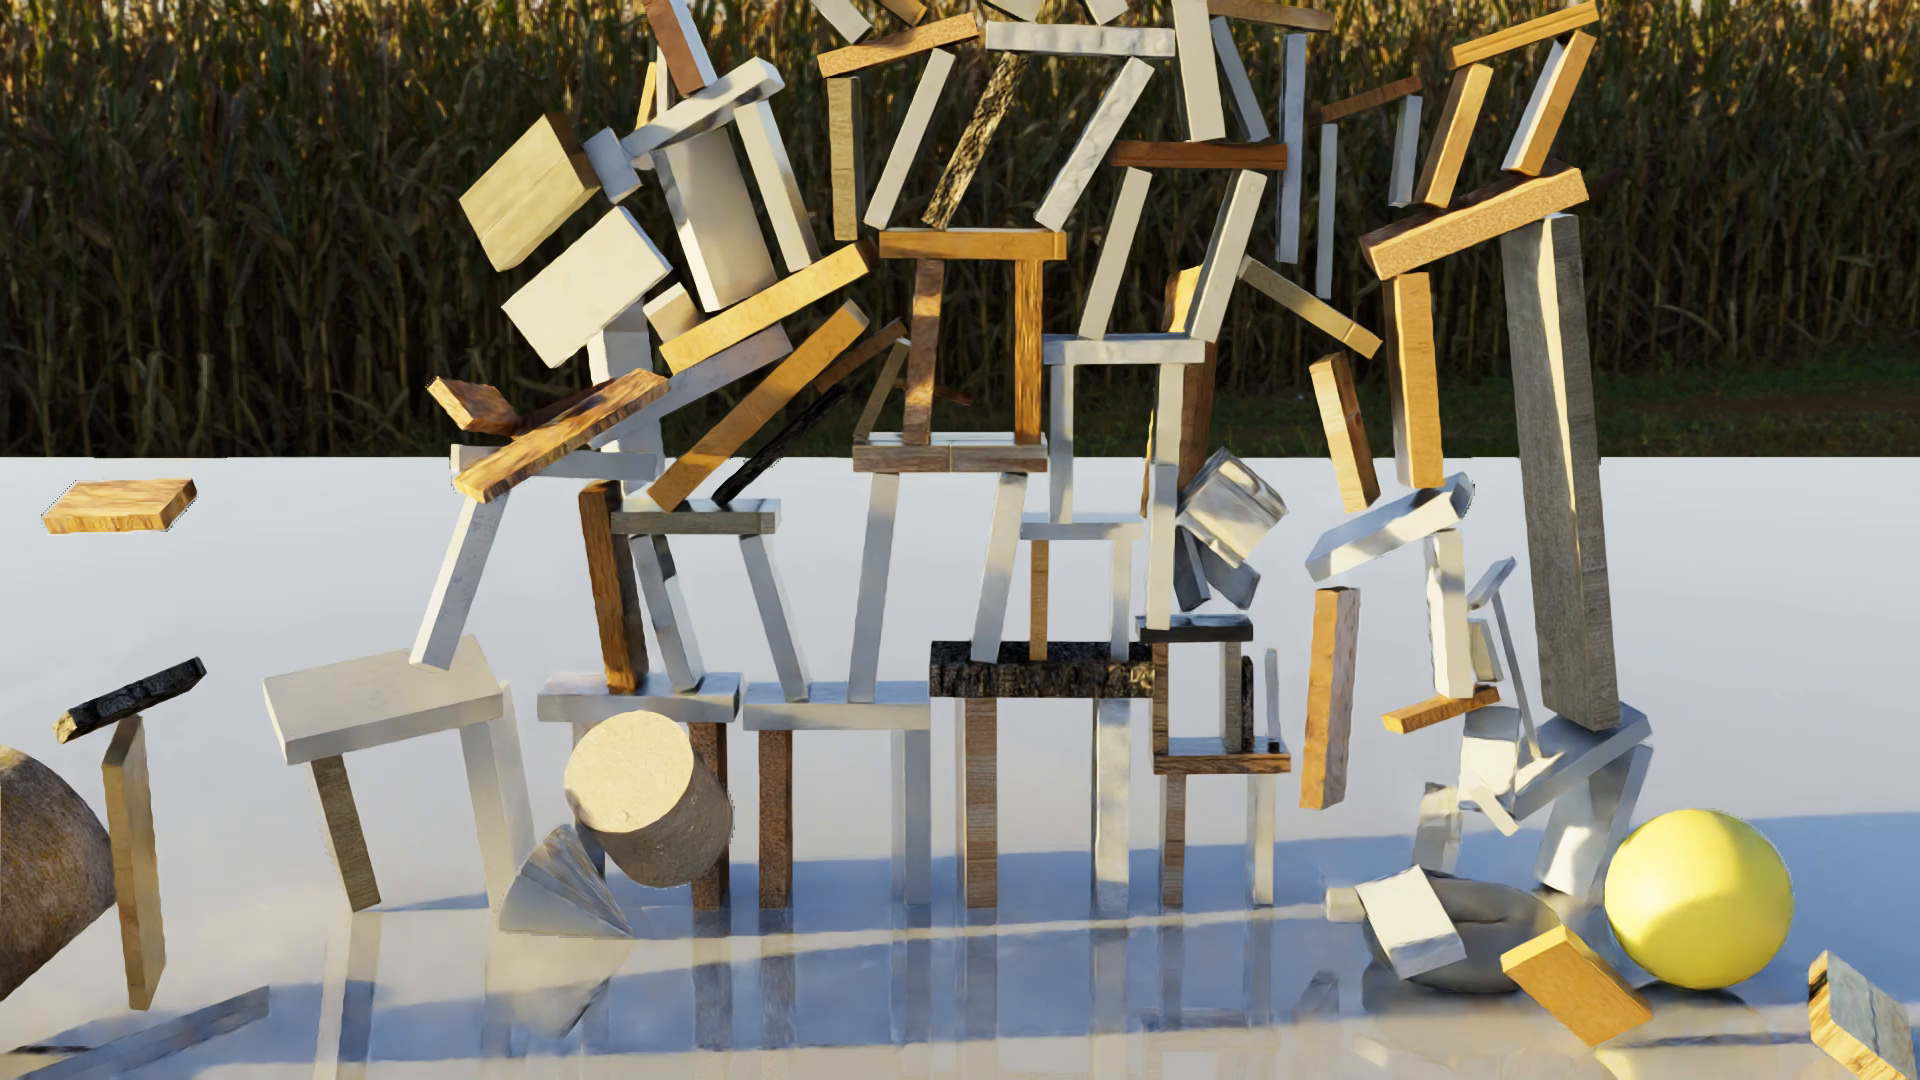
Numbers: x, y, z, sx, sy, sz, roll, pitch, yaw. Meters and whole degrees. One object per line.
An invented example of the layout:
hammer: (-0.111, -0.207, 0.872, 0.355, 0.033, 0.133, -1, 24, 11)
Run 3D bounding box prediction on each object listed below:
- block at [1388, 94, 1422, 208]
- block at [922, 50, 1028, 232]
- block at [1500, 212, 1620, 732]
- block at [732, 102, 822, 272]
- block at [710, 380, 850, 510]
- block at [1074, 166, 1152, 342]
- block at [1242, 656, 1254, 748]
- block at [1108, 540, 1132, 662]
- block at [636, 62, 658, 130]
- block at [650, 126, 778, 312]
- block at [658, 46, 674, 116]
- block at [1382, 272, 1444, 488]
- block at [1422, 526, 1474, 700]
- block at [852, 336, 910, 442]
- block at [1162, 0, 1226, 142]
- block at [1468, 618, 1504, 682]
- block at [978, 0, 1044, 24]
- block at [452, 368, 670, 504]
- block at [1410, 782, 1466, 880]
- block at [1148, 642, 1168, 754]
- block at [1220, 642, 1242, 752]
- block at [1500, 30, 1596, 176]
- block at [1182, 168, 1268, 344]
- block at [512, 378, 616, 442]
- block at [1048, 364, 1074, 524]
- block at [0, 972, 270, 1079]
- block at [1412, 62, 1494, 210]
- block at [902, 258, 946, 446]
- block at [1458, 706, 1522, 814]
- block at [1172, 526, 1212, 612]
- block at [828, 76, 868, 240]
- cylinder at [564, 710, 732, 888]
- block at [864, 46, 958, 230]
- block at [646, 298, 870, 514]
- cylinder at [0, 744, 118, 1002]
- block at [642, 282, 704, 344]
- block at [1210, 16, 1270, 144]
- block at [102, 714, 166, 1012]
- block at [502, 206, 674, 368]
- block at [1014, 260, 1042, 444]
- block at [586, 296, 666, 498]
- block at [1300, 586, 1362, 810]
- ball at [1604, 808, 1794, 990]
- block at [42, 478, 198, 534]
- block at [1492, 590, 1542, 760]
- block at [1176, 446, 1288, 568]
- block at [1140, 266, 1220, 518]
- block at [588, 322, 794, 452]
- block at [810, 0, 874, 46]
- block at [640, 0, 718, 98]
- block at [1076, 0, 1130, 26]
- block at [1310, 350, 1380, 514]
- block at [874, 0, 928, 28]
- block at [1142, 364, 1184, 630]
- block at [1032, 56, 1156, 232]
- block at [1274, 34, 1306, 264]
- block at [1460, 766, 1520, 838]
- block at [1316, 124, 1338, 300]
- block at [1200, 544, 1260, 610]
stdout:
block: (0.704, -0.613, 3.476, 0.023, 0.166, 0.083, 6, 4, 2)
block: (0.022, -0.624, 3.441, 0.041, 0.288, 0.144, 26, 9, -5)
block: (0.964, -0.110, 3.537, 0.047, 0.827, 0.167, -11, 13, -12)
block: (-0.285, -0.556, 3.455, 0.037, 0.263, 0.131, -18, 10, 7)
block: (-0.288, -0.155, 3.532, 0.274, 0.024, 0.085, -41, 8, 7)
block: (0.241, -0.454, 3.473, 0.038, 0.269, 0.135, 16, 10, -3)
block: (0.468, 0.265, 3.612, 0.020, 0.139, 0.069, -1, 10, 0)
block: (0.260, 0.089, 3.579, 0.028, 0.198, 0.099, 1, 11, 1)
block: (-0.489, -0.698, 3.482, 0.015, 0.108, 0.054, 13, 4, 5)
block: (-0.387, -0.508, 3.481, 0.037, 0.263, 0.131, -4, 19, 46)
block: (-0.463, -0.719, 3.467, 0.015, 0.108, 0.054, 1, 2, 6)
block: (0.721, -0.254, 3.504, 0.047, 0.334, 0.167, -5, 4, 3)
block: (0.779, 0.114, 3.519, 0.037, 0.264, 0.132, -5, 3, 2)
block: (-0.125, -0.242, 3.514, 0.024, 0.169, 0.085, 25, 10, -4)
block: (0.337, -0.890, 3.398, 0.050, 0.541, 0.177, -9, 10, 2)
block: (0.834, 0.176, 3.513, 0.015, 0.103, 0.051, -21, 7, -23)
block: (0.008, -0.868, 3.402, 0.248, 0.035, 0.124, 26, 9, -5)
block: (-0.596, -0.161, 3.315, 0.074, 0.021, 0.361, 21, 45, 40)
block: (0.773, 0.469, 3.547, 0.069, 0.020, 0.162, 10, 53, 13)
block: (0.326, 0.249, 3.612, 0.026, 0.184, 0.092, -1, 10, 1)
block: (0.445, 0.246, 3.616, 0.026, 0.184, 0.092, -1, 10, 0)
block: (0.915, -0.678, 3.426, 0.031, 0.222, 0.111, 21, 7, -4)
block: (0.417, -0.451, 3.475, 0.038, 0.269, 0.135, 16, 10, -3)
block: (-0.619, -0.200, 3.462, 0.166, 0.023, 0.083, -29, -5, -36)
block: (0.161, -0.162, 3.534, 0.036, 0.255, 0.127, 0, 11, 1)
block: (-1.254, 0.709, 2.959, 0.087, 0.025, 0.711, 8, 13, 35)
block: (0.773, -0.632, 3.456, 0.031, 0.222, 0.111, 17, 6, -3)
block: (-0.057, -0.306, 3.508, 0.041, 0.290, 0.145, 5, 11, 0)
block: (0.849, 0.351, 3.526, 0.084, 0.168, 0.024, 2, -16, 23)
block: (0.370, 0.047, 3.612, 0.018, 0.130, 0.065, -5, -20, -30)
block: (-0.176, -0.598, 3.445, 0.035, 0.247, 0.123, -1, 12, 5)
cylinder: (-0.459, 0.385, 3.257, 0.195, 0.195, 0.195, 3, -31, 16)
block: (-0.076, -0.626, 3.440, 0.035, 0.288, 0.123, 23, 10, -2)
block: (-0.320, -0.217, 3.516, 0.427, 0.050, 0.176, -42, 7, 8)
cylinder: (-1.379, 0.489, 3.027, 0.299, 0.299, 0.299, 5, 33, 27)
block: (-0.462, -0.357, 3.600, 0.074, 0.021, 0.149, -35, -25, -5)
block: (0.428, -0.717, 3.426, 0.028, 0.197, 0.099, -22, 10, 4)
block: (-1.059, 0.424, 2.828, 0.023, 0.513, 0.083, 9, 43, -6)
block: (-0.628, -0.425, 3.704, 0.269, 0.135, 0.038, -38, 1, 15)
block: (0.108, -0.306, 3.509, 0.041, 0.290, 0.145, 0, 11, 0)
block: (-0.620, -0.314, 4.040, 0.038, 0.452, 0.135, 8, 26, 27)
block: (0.608, 0.257, 3.608, 0.037, 0.355, 0.132, 5, 4, 26)
ball: (1.093, 0.532, 3.258, 0.265, 0.265, 0.265, 0, 11, 0)
block: (-1.105, -0.045, 2.895, 0.175, 0.025, 0.087, -2, 34, 15)
block: (0.902, 0.212, 3.577, 0.015, 0.295, 0.051, -15, 14, 12)
block: (0.435, -0.054, 3.557, 0.125, 0.125, 0.125, 39, 12, -7)
block: (0.382, -0.254, 3.758, 0.034, 0.434, 0.121, 15, -14, -32)
block: (-0.444, -0.245, 3.548, 0.352, 0.050, 0.176, -28, 6, -9)
block: (-0.258, -0.889, 3.388, 0.042, 0.312, 0.147, -44, 7, 6)
block: (-0.459, -0.831, 3.444, 0.042, 0.293, 0.147, -22, 2, 7)
block: (0.146, -0.958, 3.386, 0.050, 0.354, 0.177, -30, 9, 5)
block: (0.615, -0.173, 3.505, 0.034, 0.241, 0.121, -12, 8, 24)
block: (-0.163, -0.879, 3.396, 0.255, 0.035, 0.124, 36, 8, -6)
block: (0.327, -0.078, 3.551, 0.036, 0.427, 0.127, 2, 10, 1)
block: (0.207, -0.619, 3.444, 0.041, 0.288, 0.144, 30, 9, -5)
block: (0.520, -0.617, 3.465, 0.028, 0.351, 0.099, 1, 12, 3)
block: (0.805, 0.396, 3.349, 0.024, 0.084, 0.249, -41, -6, 8)
block: (0.578, -0.519, 3.472, 0.023, 0.271, 0.083, 2, 9, 8)
block: (0.445, 0.055, 3.662, 0.018, 0.065, 0.130, -2, 31, -35)
